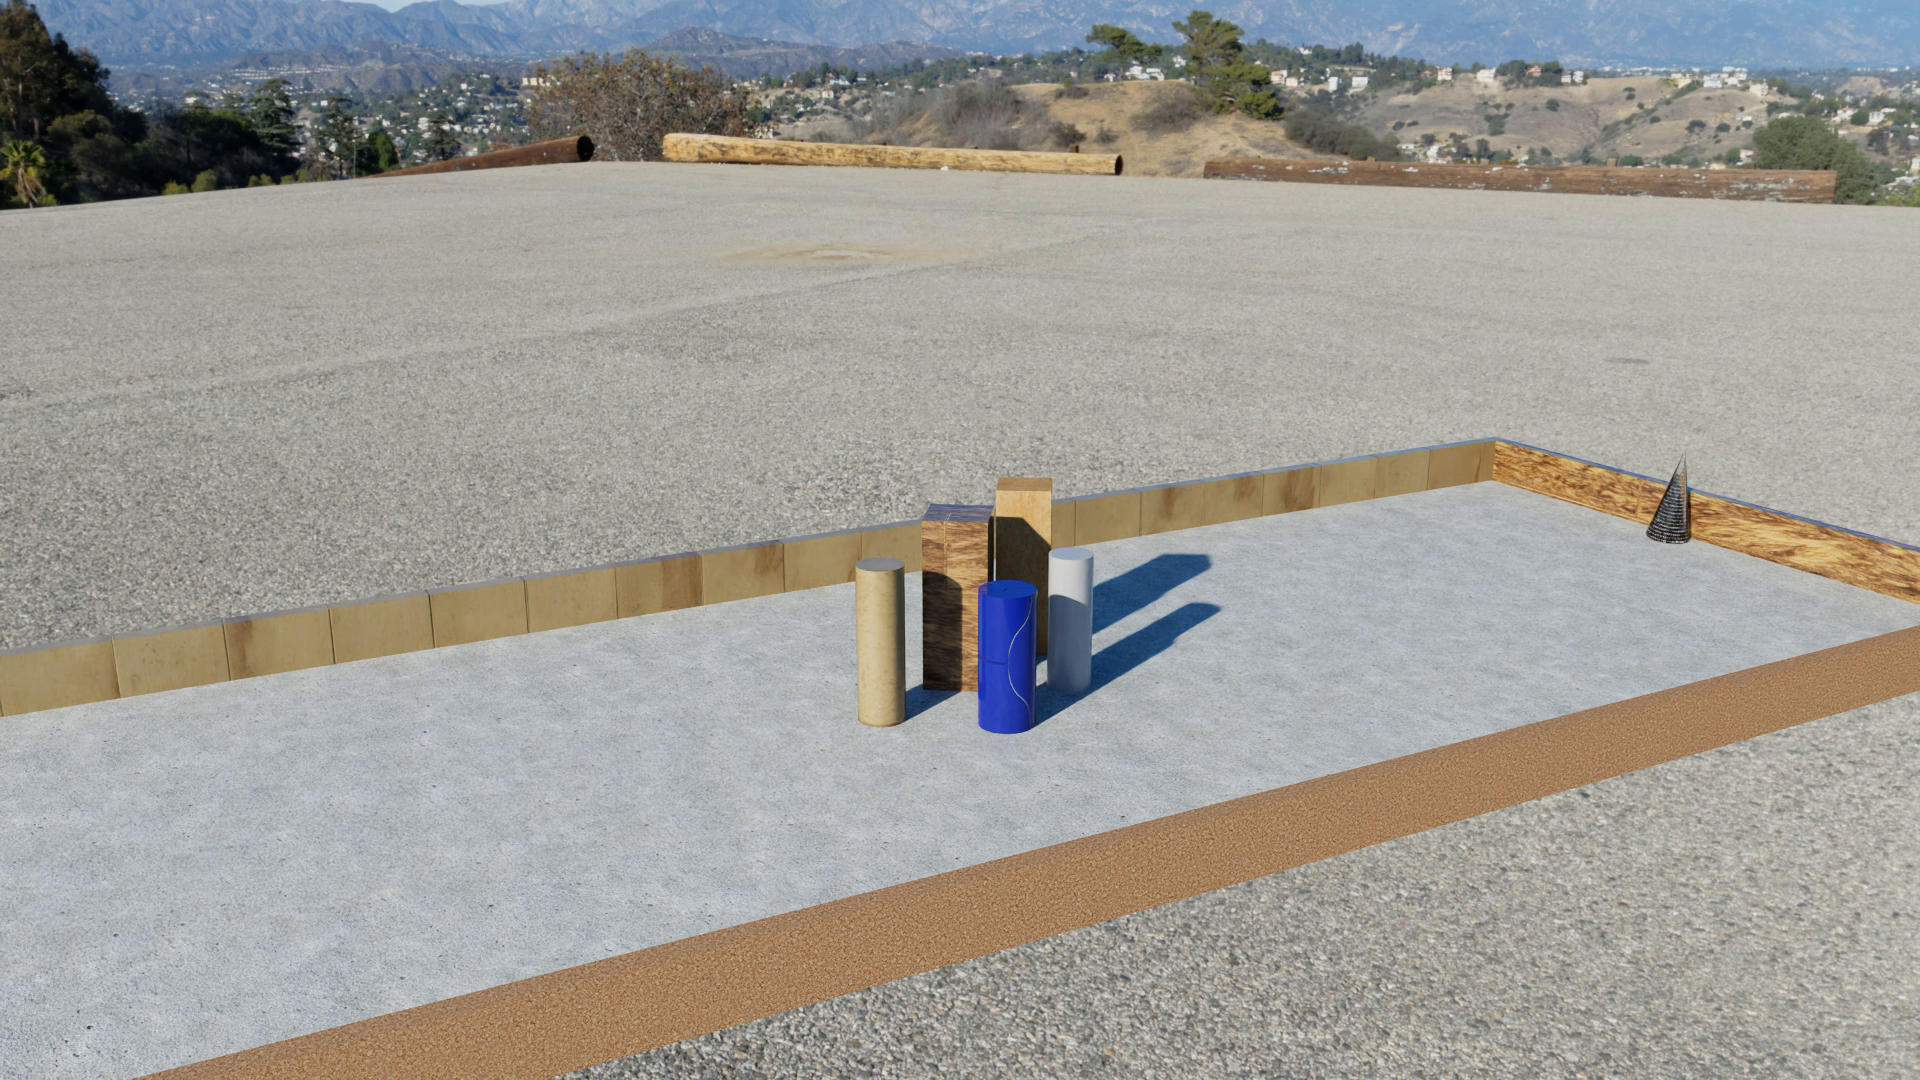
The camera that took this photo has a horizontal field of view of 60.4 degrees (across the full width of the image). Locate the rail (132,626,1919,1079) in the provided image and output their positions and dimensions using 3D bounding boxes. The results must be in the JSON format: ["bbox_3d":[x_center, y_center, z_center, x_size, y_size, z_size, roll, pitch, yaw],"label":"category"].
[{"bbox_3d":[-2.336,1.006,1.665,12.000,0.150,0.050,-9,18,-27],"label":"rail"}]

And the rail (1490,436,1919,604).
[{"bbox_3d":[2.466,-0.048,5.253,0.050,0.150,2.100,-9,18,-27],"label":"rail"}]

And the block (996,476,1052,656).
[{"bbox_3d":[0.168,0.068,4.334,0.141,0.444,0.141,1,16,4],"label":"block"}]

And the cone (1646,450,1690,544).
[{"bbox_3d":[2.311,-0.153,5.318,0.134,0.302,0.134,2,21,-1],"label":"cone"}]

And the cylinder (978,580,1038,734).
[{"bbox_3d":[0.110,0.272,3.842,0.137,0.332,0.137,0,16,0],"label":"cylinder"}]

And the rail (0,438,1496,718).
[{"bbox_3d":[-3.305,0.497,3.399,12.000,0.150,0.050,-9,18,-27],"label":"rail"}]

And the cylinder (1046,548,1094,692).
[{"bbox_3d":[0.272,0.198,4.074,0.110,0.342,0.110,0,16,0],"label":"cylinder"}]

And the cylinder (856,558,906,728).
[{"bbox_3d":[-0.185,0.240,3.861,0.115,0.382,0.115,0,16,0],"label":"cylinder"}]

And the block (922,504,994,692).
[{"bbox_3d":[-0.003,0.143,4.098,0.160,0.435,0.160,2,16,6],"label":"block"}]
